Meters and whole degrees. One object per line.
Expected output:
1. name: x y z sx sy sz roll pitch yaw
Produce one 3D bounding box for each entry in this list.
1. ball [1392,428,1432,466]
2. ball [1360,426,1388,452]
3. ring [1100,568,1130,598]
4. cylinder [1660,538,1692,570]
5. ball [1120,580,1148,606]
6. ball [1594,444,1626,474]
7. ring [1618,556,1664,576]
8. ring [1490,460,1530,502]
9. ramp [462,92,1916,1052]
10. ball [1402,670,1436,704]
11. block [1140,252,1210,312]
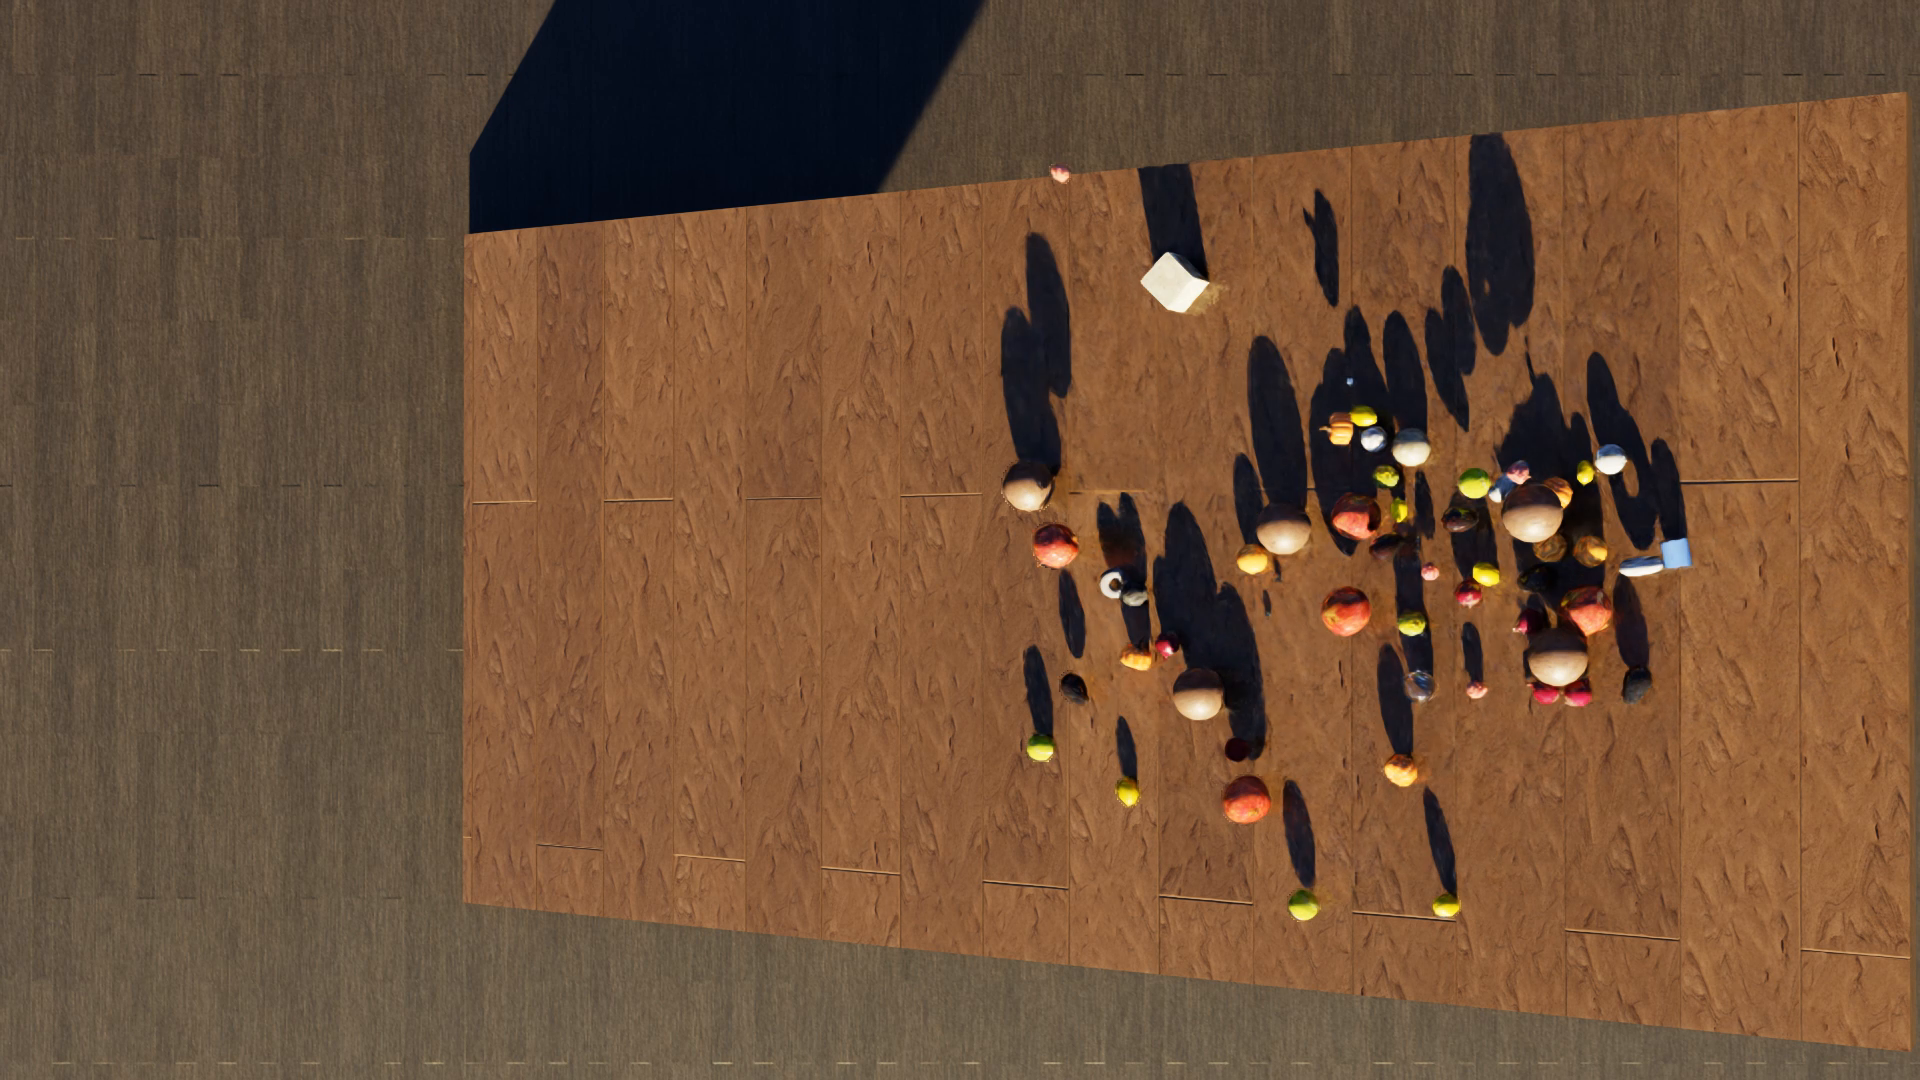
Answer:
1. ball: 1.041 -0.215 5.073 0.090 0.090 0.090 0 89 0
2. ball: 0.967 -0.236 5.131 0.063 0.063 0.063 0 89 0
3. ring: 0.386 0.107 5.469 0.078 0.026 0.078 0 103 1
4. cylinder: 1.558 0.030 4.782 0.059 0.059 0.059 -11 82 0
5. ball: 0.431 0.131 5.431 0.068 0.068 0.068 0 89 0
6. ball: 1.436 -0.178 4.856 0.067 0.067 0.067 0 89 0
7. ring: 1.486 0.057 4.799 0.094 0.094 0.031 -10 95 0
8. ring: 1.216 -0.130 4.865 0.037 0.112 0.112 43 90 4
9. ramp: 0.270 0.075 5.626 4.000 0.100 2.000 0 89 30
10. ball: 1.058 0.339 5.066 0.075 0.075 0.075 0 89 0
11. block: 0.525 -0.630 5.369 0.099 0.099 0.099 -49 67 20
